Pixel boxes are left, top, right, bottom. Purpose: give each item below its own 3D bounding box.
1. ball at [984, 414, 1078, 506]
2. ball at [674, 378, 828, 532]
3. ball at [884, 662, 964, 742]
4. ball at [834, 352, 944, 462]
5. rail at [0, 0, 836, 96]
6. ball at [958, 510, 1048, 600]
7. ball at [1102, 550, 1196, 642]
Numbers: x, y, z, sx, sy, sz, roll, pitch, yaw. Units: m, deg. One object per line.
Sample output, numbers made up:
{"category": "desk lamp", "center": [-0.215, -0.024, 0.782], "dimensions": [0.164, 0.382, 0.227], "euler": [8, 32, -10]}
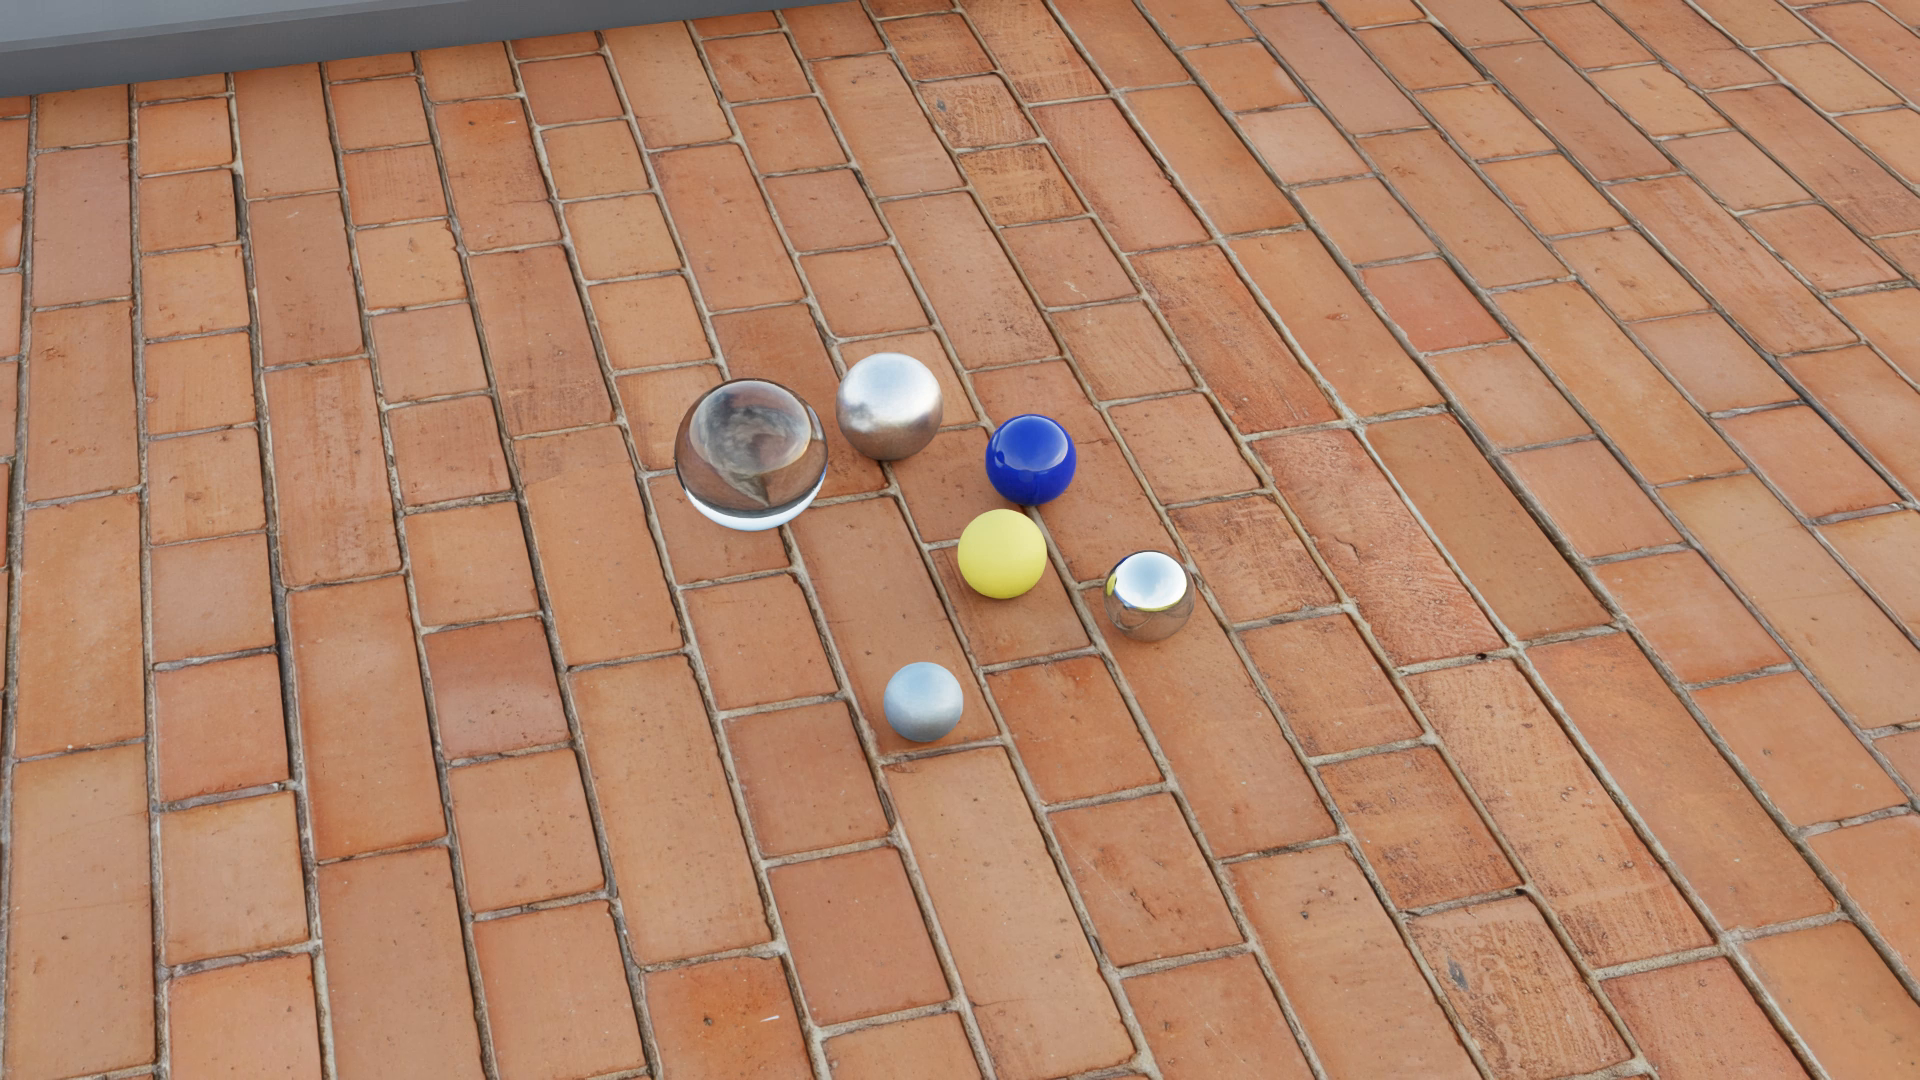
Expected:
{"category": "ball", "center": [0.044, -0.050, 1.607], "dimensions": [0.058, 0.058, 0.058], "euler": [0, 36, 0]}
{"category": "ball", "center": [-0.129, -0.053, 1.580], "dimensions": [0.095, 0.095, 0.095], "euler": [0, 36, 0]}
{"category": "ball", "center": [-0.020, 0.090, 1.426], "dimensions": [0.045, 0.045, 0.045], "euler": [0, 36, 0]}
{"category": "ball", "center": [-0.045, -0.086, 1.646], "dimensions": [0.070, 0.070, 0.070], "euler": [0, 36, 0]}
{"category": "rail", "center": [0.523, -0.606, 2.312], "dimensions": [3.059, 0.123, 0.045], "euler": [-9, 37, -12]}
{"category": "ball", "center": [0.025, 0.008, 1.531], "dimensions": [0.054, 0.054, 0.054], "euler": [0, 36, 0]}
{"category": "ball", "center": [0.110, 0.032, 1.497], "dimensions": [0.054, 0.054, 0.054], "euler": [0, 36, 0]}
